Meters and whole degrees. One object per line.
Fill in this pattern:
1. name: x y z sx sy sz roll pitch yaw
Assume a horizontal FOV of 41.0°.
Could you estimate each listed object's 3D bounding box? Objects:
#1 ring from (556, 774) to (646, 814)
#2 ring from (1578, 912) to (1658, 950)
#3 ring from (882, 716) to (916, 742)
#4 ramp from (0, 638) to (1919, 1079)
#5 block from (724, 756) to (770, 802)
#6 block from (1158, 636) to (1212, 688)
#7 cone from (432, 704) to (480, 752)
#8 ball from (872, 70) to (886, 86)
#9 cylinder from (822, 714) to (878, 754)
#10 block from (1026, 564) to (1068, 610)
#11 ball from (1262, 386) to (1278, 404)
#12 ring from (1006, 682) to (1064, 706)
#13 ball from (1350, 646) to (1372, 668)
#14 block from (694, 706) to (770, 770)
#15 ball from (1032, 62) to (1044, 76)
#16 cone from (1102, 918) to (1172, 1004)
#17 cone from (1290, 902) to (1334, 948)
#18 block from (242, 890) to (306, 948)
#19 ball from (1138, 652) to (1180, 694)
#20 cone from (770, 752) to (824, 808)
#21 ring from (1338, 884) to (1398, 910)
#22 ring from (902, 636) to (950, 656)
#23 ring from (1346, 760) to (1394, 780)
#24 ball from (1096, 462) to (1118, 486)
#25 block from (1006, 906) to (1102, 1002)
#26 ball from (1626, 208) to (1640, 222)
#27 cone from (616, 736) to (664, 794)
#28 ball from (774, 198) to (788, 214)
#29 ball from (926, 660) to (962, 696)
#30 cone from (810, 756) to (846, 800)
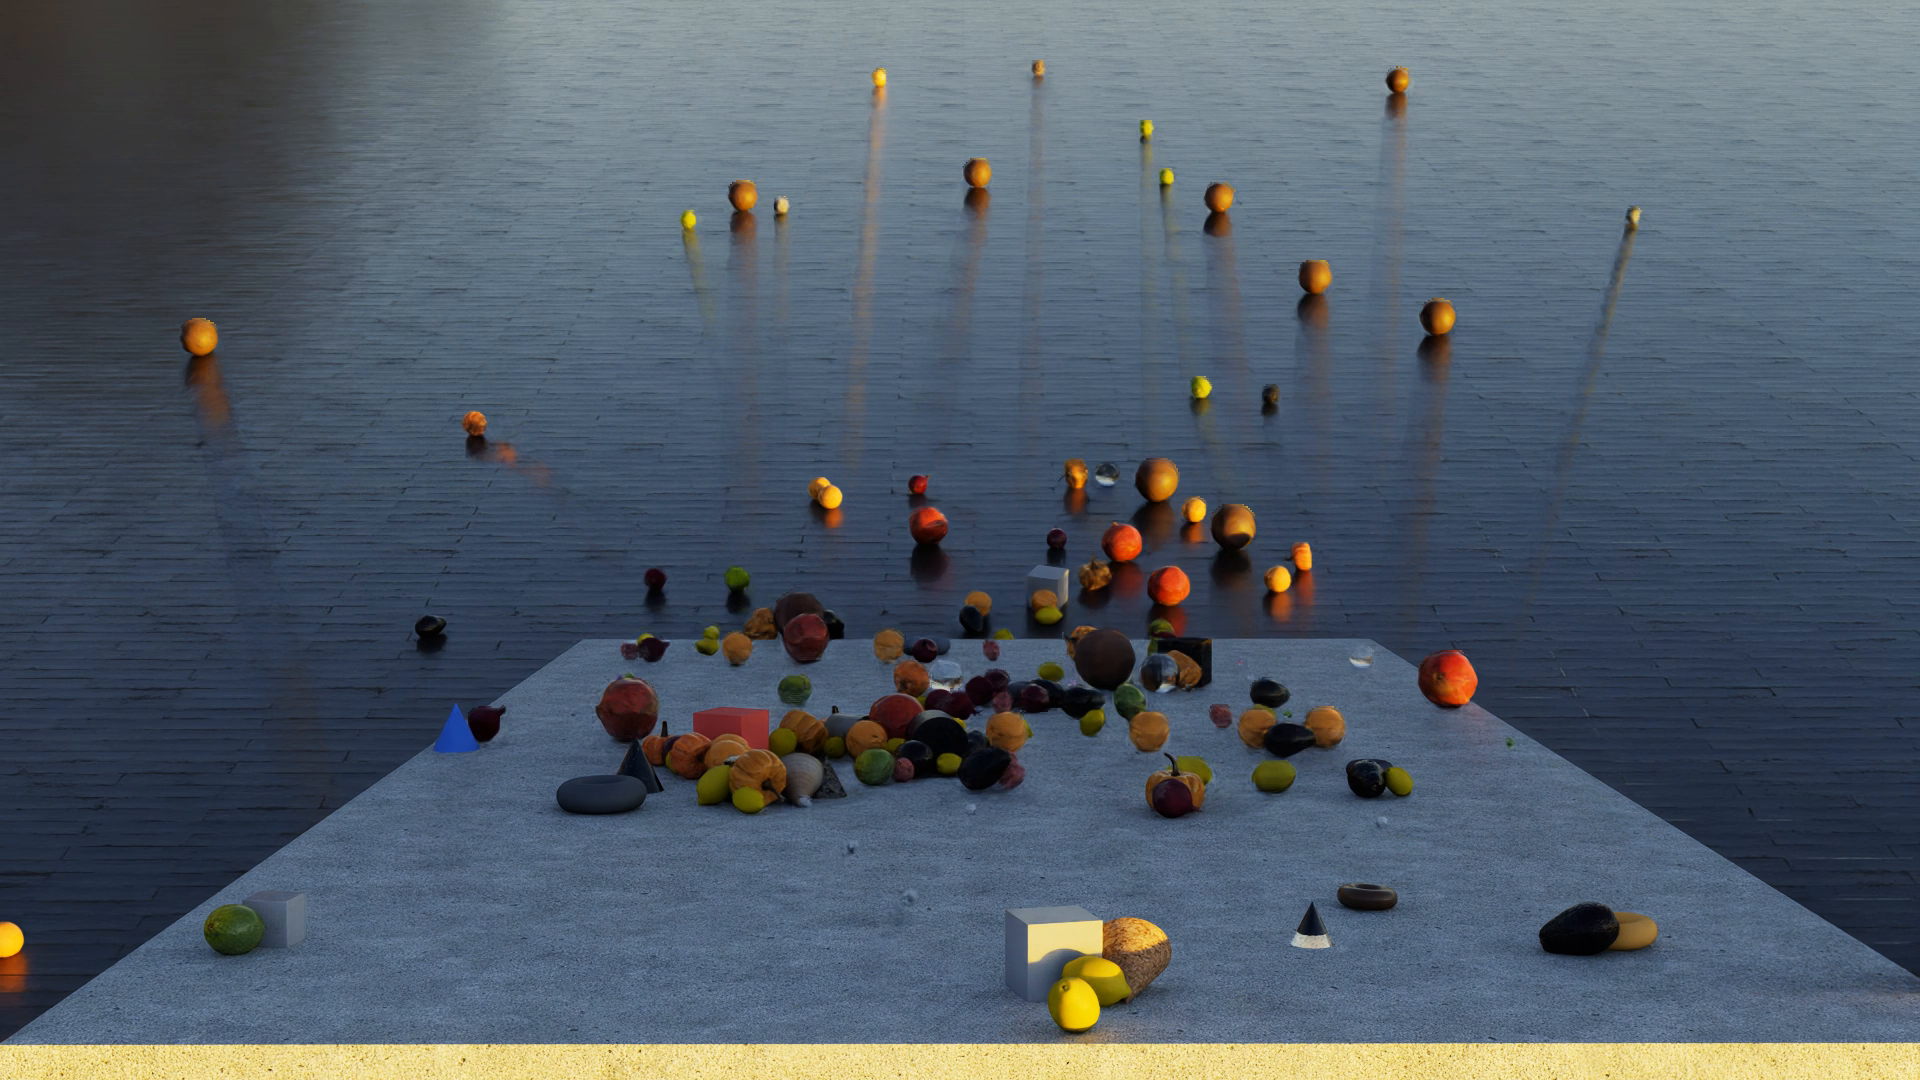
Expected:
1. ring: -0.548 0.389 3.930 0.137 0.046 0.137 -2 3 0
2. ring: 0.763 0.454 2.981 0.092 0.031 0.092 -4 4 0
3. ring: -0.086 0.346 4.697 0.112 0.037 0.112 1 3 0
4. ramp: 0.047 0.424 4.534 2.000 0.100 4.000 0 4 0
5. block: -0.333 0.374 4.025 0.063 0.063 0.063 0 4 4
6. block: 0.486 0.263 5.551 0.097 0.097 0.097 1 4 18
7. cone: -0.898 0.331 4.575 0.083 0.083 0.083 0 4 0
8. ball: -0.457 -2.609 14.503 0.086 0.086 0.086 0 20 0
9. cylinder: -0.193 0.341 4.517 0.069 0.069 0.069 3 18 37
10. block: 0.239 0.130 7.008 0.090 0.090 0.090 8 21 20
11. ball: 1.058 -0.494 8.758 0.060 0.060 0.060 0 20 0
12. ring: 0.152 0.312 5.223 0.122 0.041 0.122 1 3 0
13. ball: 0.914 0.267 5.852 0.050 0.050 0.050 0 20 0
14. block: -0.389 0.338 4.368 0.094 0.094 0.094 2 4 25
15. ball: 0.451 -2.724 14.830 0.077 0.077 0.077 0 20 0
16. cone: 0.179 0.465 2.732 0.089 0.089 0.089 2 30 6
17. cone: 0.409 0.444 2.984 0.050 0.050 0.050 0 4 0
18. block: -0.799 0.442 2.995 0.055 0.055 0.055 1 4 9
19. ball: 0.418 0.279 5.382 0.086 0.086 0.086 0 20 0
20. cone: -0.250 0.390 3.975 0.087 0.087 0.087 -2 30 -6
21. ring: 0.507 0.444 3.197 0.075 0.025 0.075 3 2 0
22. ring: -0.082 0.255 6.170 0.118 0.039 0.118 -1 4 0
23. ring: 0.677 0.379 4.244 0.078 0.026 0.078 0 5 0
24. ball: 0.455 -0.202 7.941 0.073 0.073 0.073 0 20 0
25. block: 0.100 0.443 2.752 0.083 0.083 0.083 -1 4 -16
26. ball: 2.964 -1.430 11.313 0.062 0.062 0.062 0 20 0
27. cone: -0.518 0.356 4.108 0.089 0.089 0.089 0 4 0
28. ball: -0.799 -1.493 11.479 0.067 0.067 0.067 0 20 0
29. ball: -0.032 0.287 5.351 0.075 0.075 0.075 0 20 0
30. cone: -0.211 0.371 4.054 0.065 0.065 0.065 0 4 0
